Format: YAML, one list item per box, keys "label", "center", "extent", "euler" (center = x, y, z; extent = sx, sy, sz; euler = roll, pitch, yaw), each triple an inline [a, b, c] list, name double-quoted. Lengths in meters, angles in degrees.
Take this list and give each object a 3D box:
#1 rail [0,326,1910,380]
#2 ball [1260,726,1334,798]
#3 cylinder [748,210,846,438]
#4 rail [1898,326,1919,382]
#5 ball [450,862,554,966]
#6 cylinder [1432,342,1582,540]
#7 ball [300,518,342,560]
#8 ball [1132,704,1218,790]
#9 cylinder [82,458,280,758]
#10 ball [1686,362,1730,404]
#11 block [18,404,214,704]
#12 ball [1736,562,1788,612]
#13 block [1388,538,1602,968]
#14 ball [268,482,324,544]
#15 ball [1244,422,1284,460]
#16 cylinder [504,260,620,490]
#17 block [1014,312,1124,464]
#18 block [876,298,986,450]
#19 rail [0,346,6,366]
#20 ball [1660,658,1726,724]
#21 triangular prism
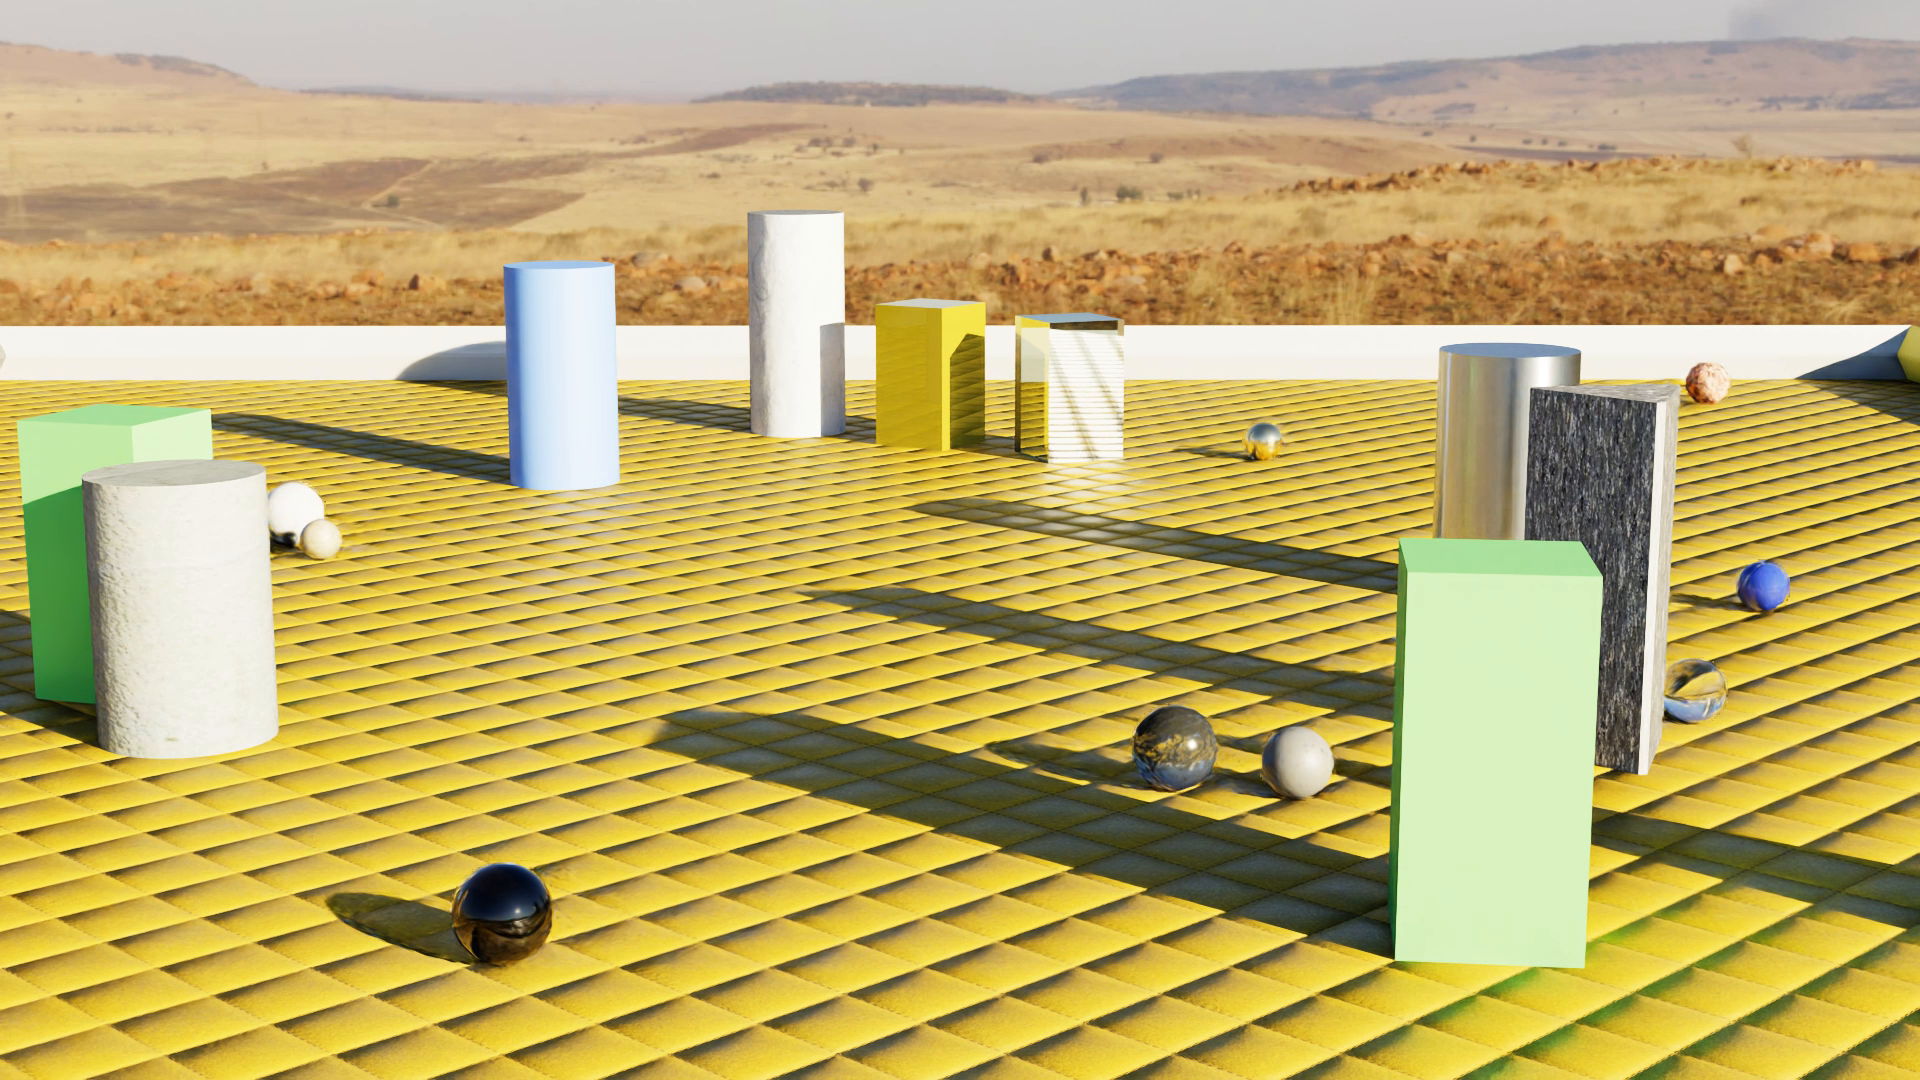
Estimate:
- label: "rail"
  center: [-0.015, -0.430, 5.931]
  extent: [4.449, 0.124, 0.045]
  euler: [0, 11, 0]
- label: "ball"
  center: [0.337, 0.223, 2.569]
  extent: [0.072, 0.072, 0.072]
  euler: [0, 11, 0]
- label: "cylinder"
  center: [-0.324, -0.433, 5.099]
  extent: [0.190, 0.435, 0.190]
  euler: [0, 11, 0]
- label: "rail"
  center: [2.201, 0.029, 3.462]
  extent: [0.045, 0.124, 5.095]
  euler: [0, 11, 0]
- label: "ball"
  center: [-0.374, 0.305, 2.097]
  extent: [0.083, 0.083, 0.083]
  euler: [0, 11, 0]
- label: "cylinder"
  center: [0.748, -0.091, 3.520]
  extent: [0.190, 0.341, 0.190]
  euler: [0, 11, 0]
- label: "ball"
  center: [-0.948, -0.001, 3.803]
  extent: [0.061, 0.061, 0.061]
  euler: [0, 11, 0]
- label: "ball"
  center: [0.217, 0.210, 2.598]
  extent: [0.087, 0.087, 0.087]
  euler: [0, 11, 0]
- label: "cylinder"
  center: [-0.845, 0.071, 2.785]
  extent: [0.190, 0.292, 0.190]
  euler: [0, 11, 0]
- label: "ball"
  center: [1.611, -0.338, 5.527]
  extent: [0.092, 0.092, 0.092]
  euler: [0, 11, 0]
- label: "block"
  center: [-0.976, 0.015, 2.994]
  extent: [0.152, 0.325, 0.152]
  euler: [3, 11, 17]
- label: "ball"
  center: [1.077, 0.062, 3.445]
  extent: [0.067, 0.067, 0.067]
  euler: [0, 11, 0]
- label: "block"
  center: [0.442, 0.173, 2.143]
  extent: [0.152, 0.325, 0.152]
  euler: [1, 11, 7]
- label: "ball"
  center: [-1.019, -0.040, 3.918]
  extent: [0.095, 0.095, 0.095]
  euler: [0, 11, 0]
- label: "ball"
  center: [0.562, -0.183, 4.752]
  extent: [0.071, 0.071, 0.071]
  euler: [0, 11, 0]
- label: "cylinder"
  center: [-0.695, -0.290, 4.482]
  extent: [0.190, 0.380, 0.190]
  euler: [0, 11, 0]
- label: "block"
  center: [0.203, -0.286, 4.792]
  extent: [0.152, 0.259, 0.152]
  euler: [-4, 11, -23]
- label: "block"
  center: [-0.056, -0.321, 4.948]
  extent: [0.152, 0.271, 0.152]
  euler: [7, 13, 32]
- label: "rail"
  center: [-2.201, 0.034, 3.437]
  extent: [0.045, 0.124, 5.095]
  euler: [0, 11, 0]
- label: "ball"
  center: [0.818, 0.168, 2.863]
  extent: [0.073, 0.073, 0.073]
  euler: [0, 11, 0]
- label: "triangular prism"
  center: [0.710, 0.033, 2.728]
  extent: [0.143, 0.388, 0.165]
  euler: [-9, 14, -39]
